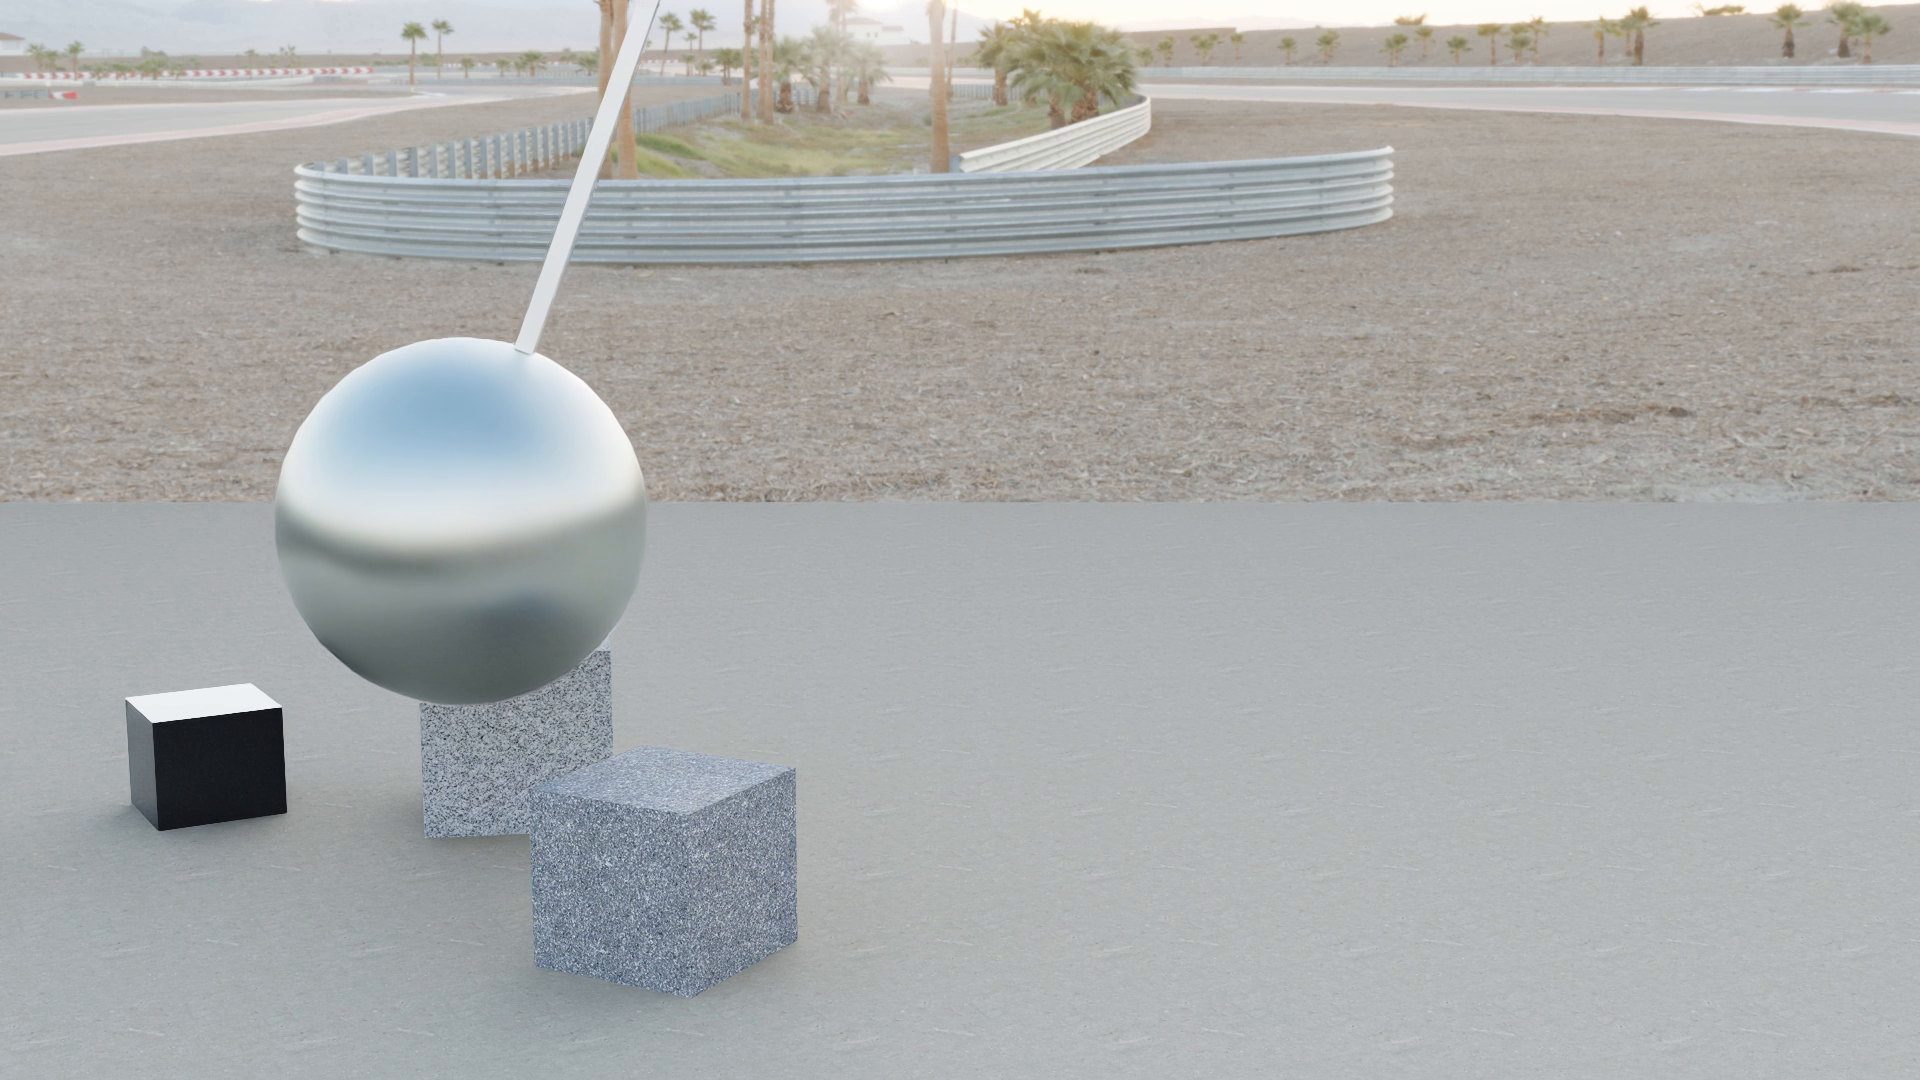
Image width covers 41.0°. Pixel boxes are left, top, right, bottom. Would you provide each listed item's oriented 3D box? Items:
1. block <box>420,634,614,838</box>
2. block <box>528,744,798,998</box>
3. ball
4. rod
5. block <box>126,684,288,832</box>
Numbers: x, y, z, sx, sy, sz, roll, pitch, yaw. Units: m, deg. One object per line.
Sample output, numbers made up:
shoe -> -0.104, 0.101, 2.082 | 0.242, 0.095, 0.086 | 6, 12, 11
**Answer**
block -> -2.123, 0.875, 12.344 | 0.878, 0.863, 0.865 | -2, 10, -9
block -> -1.181, 1.311, 10.313 | 0.754, 0.731, 0.768 | 6, 12, 28
ball -> -2.160, -0.081, 11.166 | 1.600, 1.600, 1.600 | 0, 10, 0
rod -> -0.936, -3.202, 10.598 | 0.080, 5.200, 0.080 | 21, 10, -4
block -> -3.641, 1.039, 12.386 | 0.608, 0.524, 0.565 | -6, 12, -30
